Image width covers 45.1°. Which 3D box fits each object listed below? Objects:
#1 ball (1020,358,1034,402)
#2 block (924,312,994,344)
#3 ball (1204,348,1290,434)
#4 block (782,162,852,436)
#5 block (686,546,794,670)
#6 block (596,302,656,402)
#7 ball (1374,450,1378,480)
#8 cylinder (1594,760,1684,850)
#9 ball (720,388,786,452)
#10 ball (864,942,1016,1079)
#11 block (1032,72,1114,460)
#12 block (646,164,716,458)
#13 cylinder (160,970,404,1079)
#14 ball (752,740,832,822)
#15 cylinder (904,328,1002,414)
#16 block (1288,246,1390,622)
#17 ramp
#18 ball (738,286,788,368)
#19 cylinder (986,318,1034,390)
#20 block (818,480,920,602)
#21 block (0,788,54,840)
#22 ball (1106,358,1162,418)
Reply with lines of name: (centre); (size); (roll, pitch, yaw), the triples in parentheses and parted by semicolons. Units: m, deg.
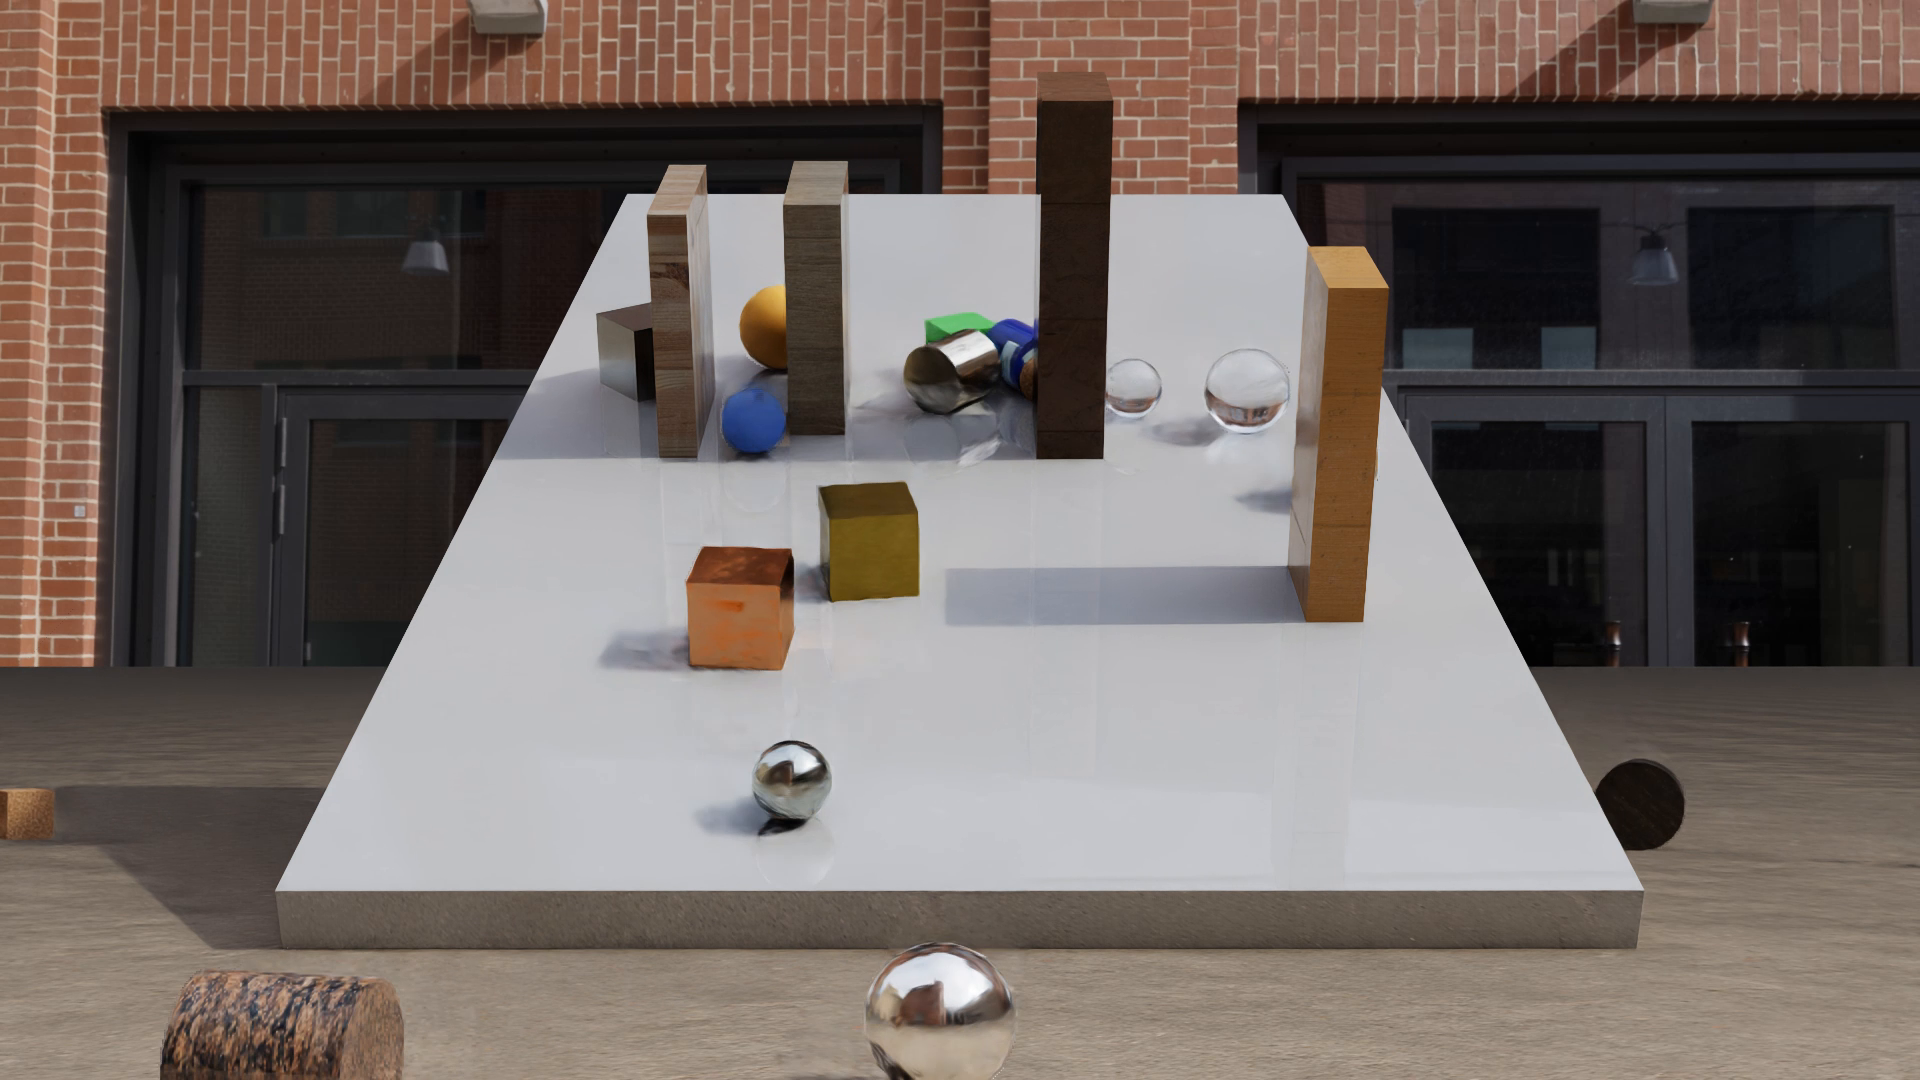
ball: (0.197, -0.366, 5.286); (0.120, 0.120, 0.120); (0, -3, 0)
block: (0.005, -0.452, 5.472); (0.131, 0.131, 0.131); (-12, 26, -26)
ball: (0.635, -0.330, 5.115); (0.190, 0.190, 0.190); (0, -3, 0)
block: (-0.317, -0.548, 5.197); (0.123, 0.523, 0.384); (0, 23, 0)
block: (-0.386, 0.119, 4.091); (0.162, 0.162, 0.162); (2, 23, 4)
block: (-0.727, -0.442, 5.396); (0.171, 0.171, 0.171); (-17, 28, -35)
ball: (0.775, -0.159, 4.745); (0.166, 0.166, 0.166); (0, -3, 0)
cylinder: (1.553, 0.603, 5.285); (0.196, 0.196, 0.196); (-1, -3, 18)
ball: (-0.448, -0.259, 5.006); (0.140, 0.140, 0.140); (0, -3, 0)
ball: (-0.020, 0.470, 2.266); (0.150, 0.150, 0.150); (0, -3, 0)
block: (0.238, -0.588, 4.970); (0.144, 0.778, 0.286); (0, 23, 0)
block: (-0.609, -0.509, 5.084); (0.082, 0.538, 0.424); (0, 23, 0)
cylinder: (-0.575, 0.448, 1.974); (0.153, 0.153, 0.153); (2, -3, 7)
ball: (-0.258, 0.370, 3.552); (0.124, 0.124, 0.124); (0, -3, 0)
cylinder: (-0.017, -0.385, 5.281); (0.160, 0.160, 0.160); (-2, 17, 39)
block: (0.686, -0.192, 4.224); (0.104, 0.635, 0.259); (0, 23, 0)
ramp: (-0.007, -0.226, 5.237); (2.000, 0.100, 4.000); (0, 23, 0)
ball: (-0.428, -0.508, 5.517); (0.199, 0.199, 0.199); (0, -3, 0)
cylinder: (0.148, -0.427, 5.397); (0.146, 0.146, 0.146); (2, 18, -35)
block: (-0.173, 0.001, 4.363); (0.167, 0.167, 0.167); (-4, 23, -9)
block: (-2.261, 0.659, 5.565); (0.114, 0.114, 0.114); (-3, -4, 44)
ball: (0.388, -0.341, 5.210); (0.136, 0.136, 0.136); (0, -3, 0)
